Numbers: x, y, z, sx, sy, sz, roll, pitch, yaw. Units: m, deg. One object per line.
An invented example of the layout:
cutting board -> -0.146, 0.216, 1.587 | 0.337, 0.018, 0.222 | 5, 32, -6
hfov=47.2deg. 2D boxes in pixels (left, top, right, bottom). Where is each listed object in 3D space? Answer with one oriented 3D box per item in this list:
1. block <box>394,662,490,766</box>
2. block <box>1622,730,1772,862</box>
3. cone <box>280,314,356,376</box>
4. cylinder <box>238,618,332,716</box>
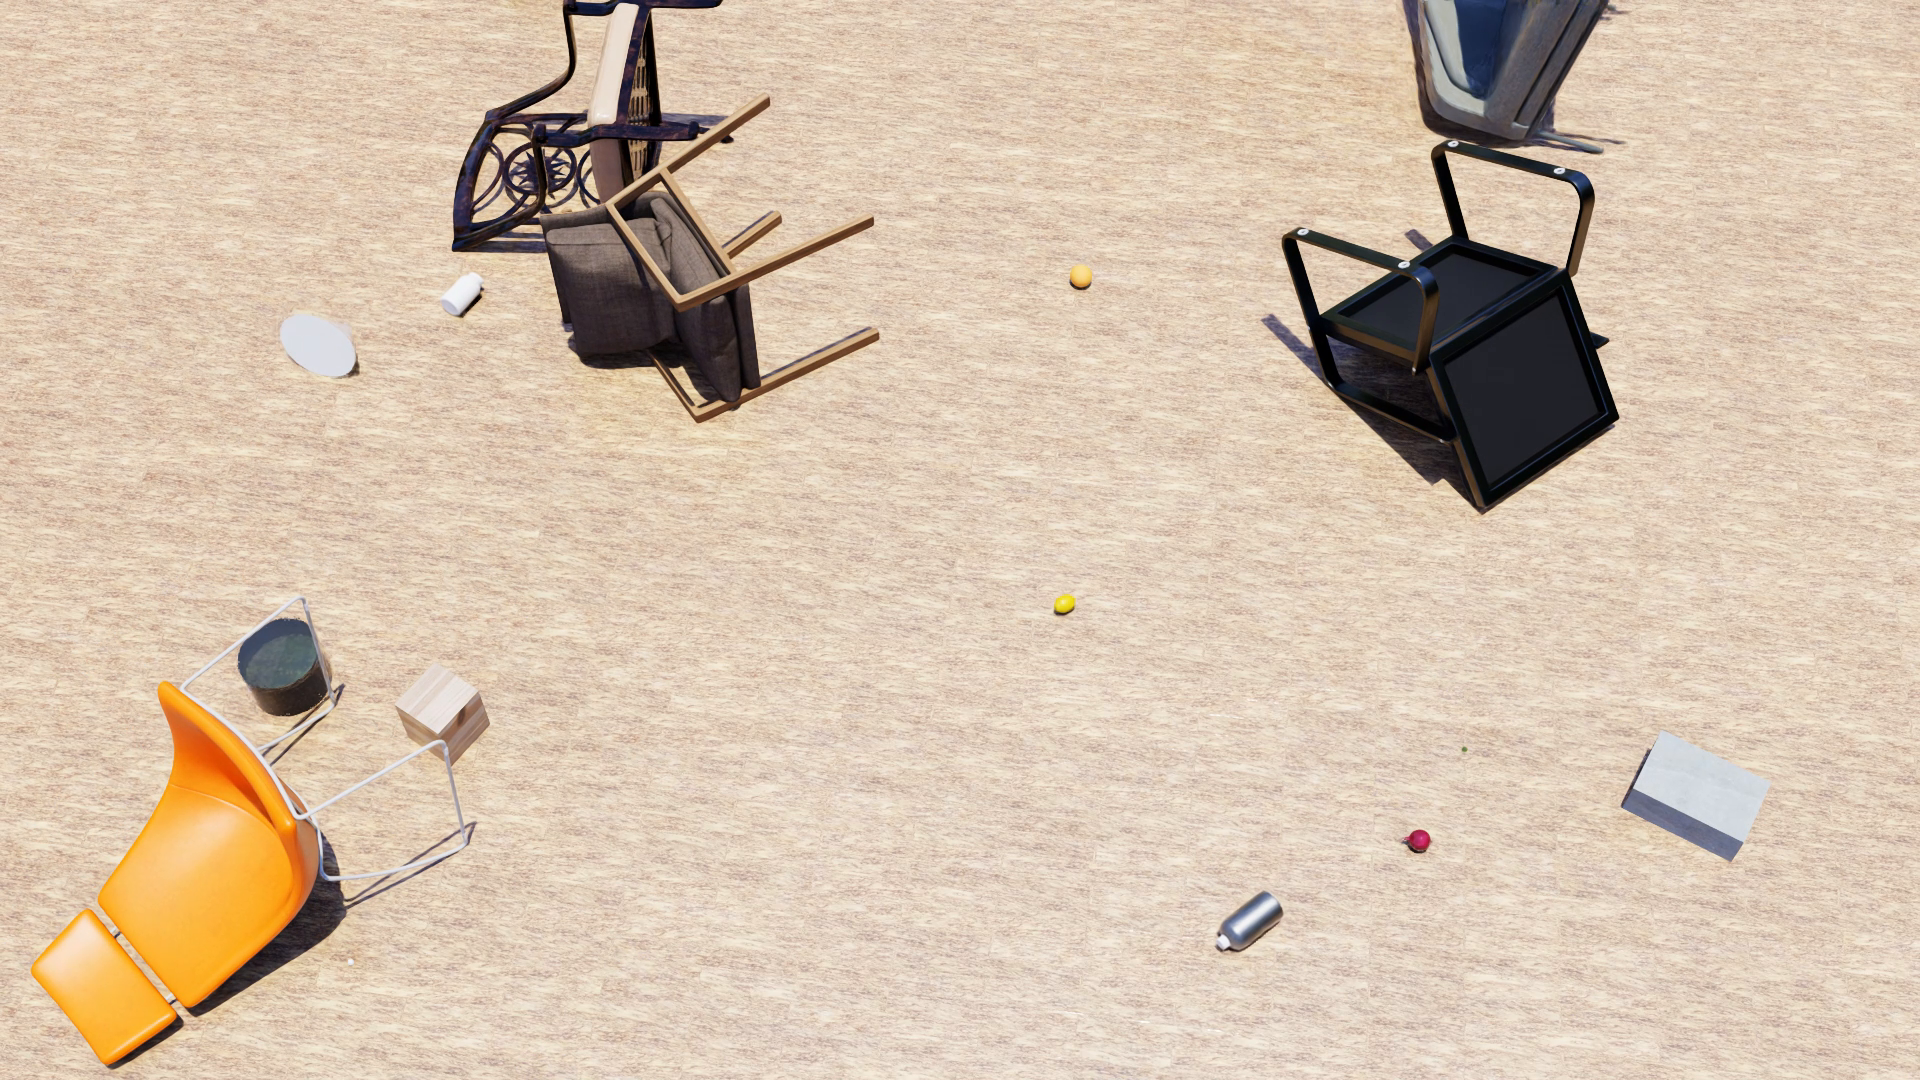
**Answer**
block -> -1.442, 0.486, 6.133 | 0.161, 0.190, 0.165 | 30, 61, 18
block -> 2.019, 0.701, 6.031 | 0.315, 0.121, 0.212 | 27, 60, 17
cone -> -1.984, -0.650, 6.957 | 0.264, 0.194, 0.189 | 22, 31, 6
cylinder -> -1.912, 0.362, 6.235 | 0.220, 0.160, 0.235 | 30, 61, 18
